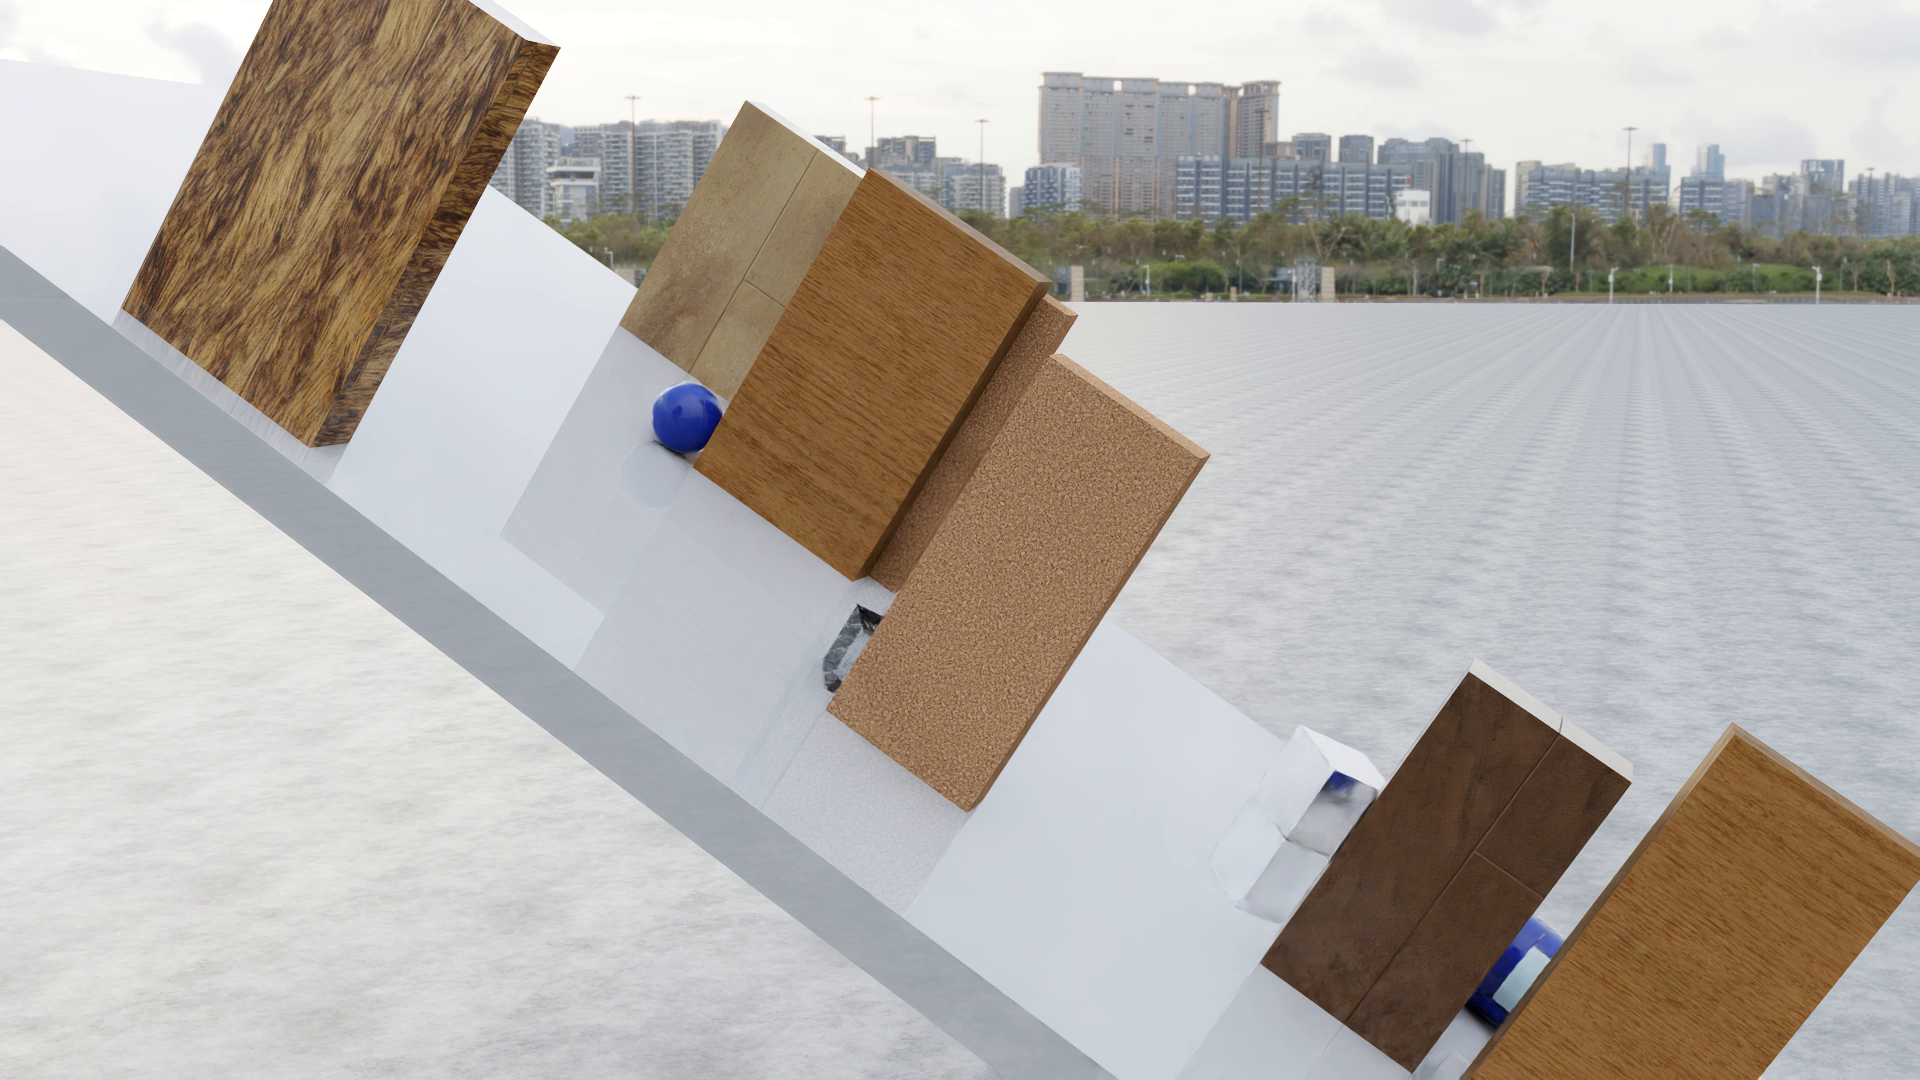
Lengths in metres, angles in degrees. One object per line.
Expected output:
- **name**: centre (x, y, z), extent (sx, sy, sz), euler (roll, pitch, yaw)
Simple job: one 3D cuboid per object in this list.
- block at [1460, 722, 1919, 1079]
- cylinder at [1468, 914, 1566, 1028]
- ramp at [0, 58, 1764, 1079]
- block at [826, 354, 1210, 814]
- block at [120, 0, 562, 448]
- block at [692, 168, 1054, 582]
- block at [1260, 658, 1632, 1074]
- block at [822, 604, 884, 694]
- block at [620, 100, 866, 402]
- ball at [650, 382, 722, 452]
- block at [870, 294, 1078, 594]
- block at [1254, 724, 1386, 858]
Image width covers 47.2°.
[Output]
- **block**: centre (1.120, 0.698, 3.437), extent (0.335, 0.771, 0.098), euler (35, 15, 10)
- **cylinder**: centre (1.037, 0.804, 4.032), extent (0.204, 0.204, 0.204), euler (39, 24, 22)
- **ramp**: centre (-0.135, 0.227, 4.104), extent (4.000, 0.100, 2.000), euler (35, 15, 10)
- **block**: centre (0.087, 0.071, 3.510), extent (0.287, 0.689, 0.088), euler (35, 15, 10)
- **block**: centre (-0.951, -0.548, 3.350), extent (0.392, 0.711, 0.108), euler (35, 15, 10)
- **block**: centre (-0.173, -0.315, 4.229), extent (0.394, 0.681, 0.108), euler (35, 15, 10)
- **block**: centre (0.798, 0.535, 3.625), extent (0.303, 0.607, 0.139), euler (35, 15, 10)
- **block**: centre (-0.147, 0.206, 3.717), extent (0.121, 0.121, 0.121), euler (28, 16, -17)
- **block**: centre (-0.426, -0.601, 4.832), extent (0.424, 0.576, 0.102), euler (35, 15, 10)
- **ball**: centre (-0.536, -0.241, 4.317), extent (0.140, 0.140, 0.140), euler (0, 7, 0)
- **block**: centre (-0.082, -0.255, 4.291), extent (0.326, 0.646, 0.083), euler (35, 15, 10)
- **block**: centre (0.732, 0.513, 4.404), extent (0.174, 0.174, 0.174), euler (25, 17, -25)
